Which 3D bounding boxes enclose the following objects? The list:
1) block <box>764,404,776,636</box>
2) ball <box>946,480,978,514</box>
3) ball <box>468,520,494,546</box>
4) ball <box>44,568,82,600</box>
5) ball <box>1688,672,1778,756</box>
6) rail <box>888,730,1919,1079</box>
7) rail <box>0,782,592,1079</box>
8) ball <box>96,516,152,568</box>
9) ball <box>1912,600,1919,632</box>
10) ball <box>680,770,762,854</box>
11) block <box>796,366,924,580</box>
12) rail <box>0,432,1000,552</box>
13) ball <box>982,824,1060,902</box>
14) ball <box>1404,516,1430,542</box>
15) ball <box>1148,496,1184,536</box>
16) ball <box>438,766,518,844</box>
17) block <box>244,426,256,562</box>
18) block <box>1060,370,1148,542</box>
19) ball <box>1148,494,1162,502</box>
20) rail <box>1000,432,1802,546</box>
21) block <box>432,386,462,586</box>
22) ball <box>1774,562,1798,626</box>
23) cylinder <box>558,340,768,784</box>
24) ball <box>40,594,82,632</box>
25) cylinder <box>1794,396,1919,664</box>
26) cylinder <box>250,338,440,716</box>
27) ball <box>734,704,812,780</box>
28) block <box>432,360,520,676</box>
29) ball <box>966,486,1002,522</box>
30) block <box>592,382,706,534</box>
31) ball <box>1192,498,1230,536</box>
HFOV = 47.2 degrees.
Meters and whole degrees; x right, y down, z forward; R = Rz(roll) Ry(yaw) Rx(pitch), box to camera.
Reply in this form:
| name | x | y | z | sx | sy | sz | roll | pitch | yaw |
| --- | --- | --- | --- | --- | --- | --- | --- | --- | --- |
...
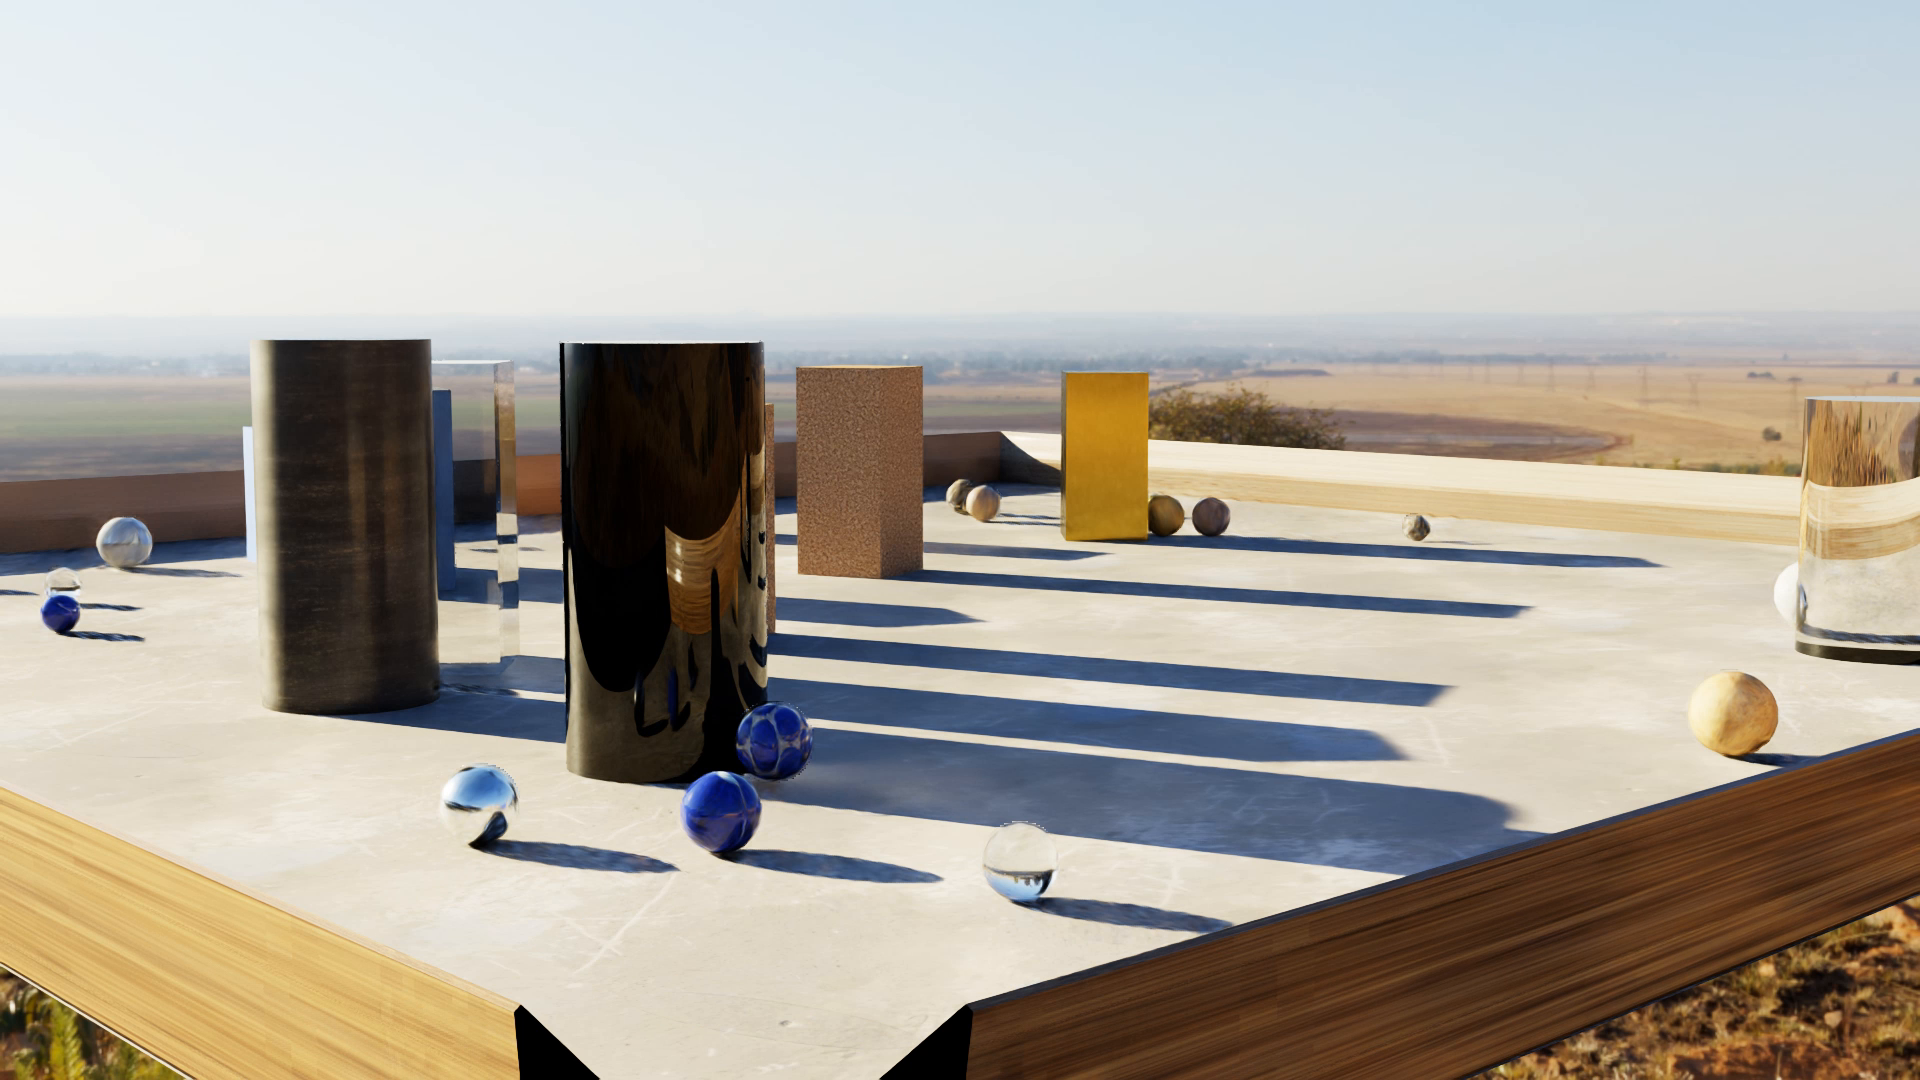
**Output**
| name | x | y | z | sx | sy | sz | roll | pitch | yaw |
| --- | --- | --- | --- | --- | --- | --- | --- | --- | --- |
| block | -0.359 | -0.025 | 2.992 | 0.158 | 0.317 | 0.158 | 3 | 6 | 23 |
| ball | 0.009 | -0.095 | 4.832 | 0.076 | 0.076 | 0.076 | 0 | 6 | 0 |
| ball | -0.907 | -0.013 | 4.164 | 0.051 | 0.051 | 0.051 | 0 | 6 | 0 |
| ball | -1.367 | 0.070 | 3.352 | 0.055 | 0.055 | 0.055 | 0 | 6 | 0 |
| ball | 0.774 | 0.174 | 2.202 | 0.085 | 0.085 | 0.085 | 0 | 6 | 0 |
| rail | 1.152 | 0.163 | 2.090 | 3.469 | 0.129 | 0.045 | -5 | 8 | -42 |
| rail | -1.257 | 0.154 | 2.178 | 0.045 | 0.129 | 3.445 | -5 | 8 | -42 |
| ball | -1.444 | 0.005 | 3.802 | 0.090 | 0.090 | 0.090 | 0 | 6 | 0 |
| ball | 1.324 | 0.104 | 2.974 | 0.066 | 0.066 | 0.066 | 0 | 6 | 0 |
| ball | -0.197 | 0.224 | 1.810 | 0.067 | 0.067 | 0.067 | 0 | 6 | 0 |
| block | -0.169 | -0.120 | 3.744 | 0.158 | 0.350 | 0.158 | 3 | 7 | 25 |
| rail | -1.152 | -0.096 | 4.574 | 3.469 | 0.129 | 0.045 | -5 | 8 | -42 |
| ball | 0.046 | 0.244 | 1.663 | 0.058 | 0.058 | 0.058 | 0 | 6 | 0 |
| ball | 0.885 | -0.023 | 4.258 | 0.050 | 0.050 | 0.050 | 0 | 6 | 0 |
| ball | 0.403 | -0.047 | 4.344 | 0.082 | 0.082 | 0.082 | 0 | 6 | 0 |
| ball | -0.403 | 0.222 | 1.841 | 0.066 | 0.066 | 0.066 | 0 | 6 | 0 |
| block | -1.163 | -0.080 | 3.902 | 0.158 | 0.239 | 0.158 | -4 | 7 | -35 |
| block | 0.283 | -0.168 | 4.326 | 0.158 | 0.326 | 0.158 | 0 | 6 | -1 |
| ball | 0.424 | -0.075 | 4.761 | 0.050 | 0.050 | 0.050 | 0 | 6 | 0 |
| rail | 1.257 | -0.087 | 4.486 | 0.045 | 0.129 | 3.445 | -5 | 8 | -42 |
| block | -0.914 | -0.090 | 3.613 | 0.158 | 0.319 | 0.158 | -2 | 6 | -22 |
| ball | 1.194 | 0.076 | 3.086 | 0.097 | 0.097 | 0.097 | 0 | 6 | 0 |
| cylinder | -0.289 | 0.014 | 2.152 | 0.198 | 0.414 | 0.198 | 0 | 6 | 0 |
| ball | -1.247 | 0.102 | 3.049 | 0.053 | 0.053 | 0.053 | 0 | 6 | 0 |
| cylinder | 1.195 | -0.017 | 2.855 | 0.198 | 0.331 | 0.198 | 0 | 6 | 0 |
| cylinder | -0.699 | -0.022 | 2.504 | 0.198 | 0.413 | 0.198 | 0 | 6 | 0 |
| ball | -0.175 | 0.190 | 2.070 | 0.073 | 0.073 | 0.073 | 0 | 6 | 0 |
| block | -0.647 | -0.032 | 2.753 | 0.158 | 0.381 | 0.158 | 0 | 6 | -3 |
| ball | 0.050 | -0.077 | 4.657 | 0.075 | 0.075 | 0.075 | 0 | 6 | 0 |
| block | -0.623 | -0.165 | 4.421 | 0.158 | 0.299 | 0.158 | 4 | 7 | 33 |
| ball | 0.496 | -0.045 | 4.342 | 0.077 | 0.077 | 0.077 | 0 | 6 | 0 |
